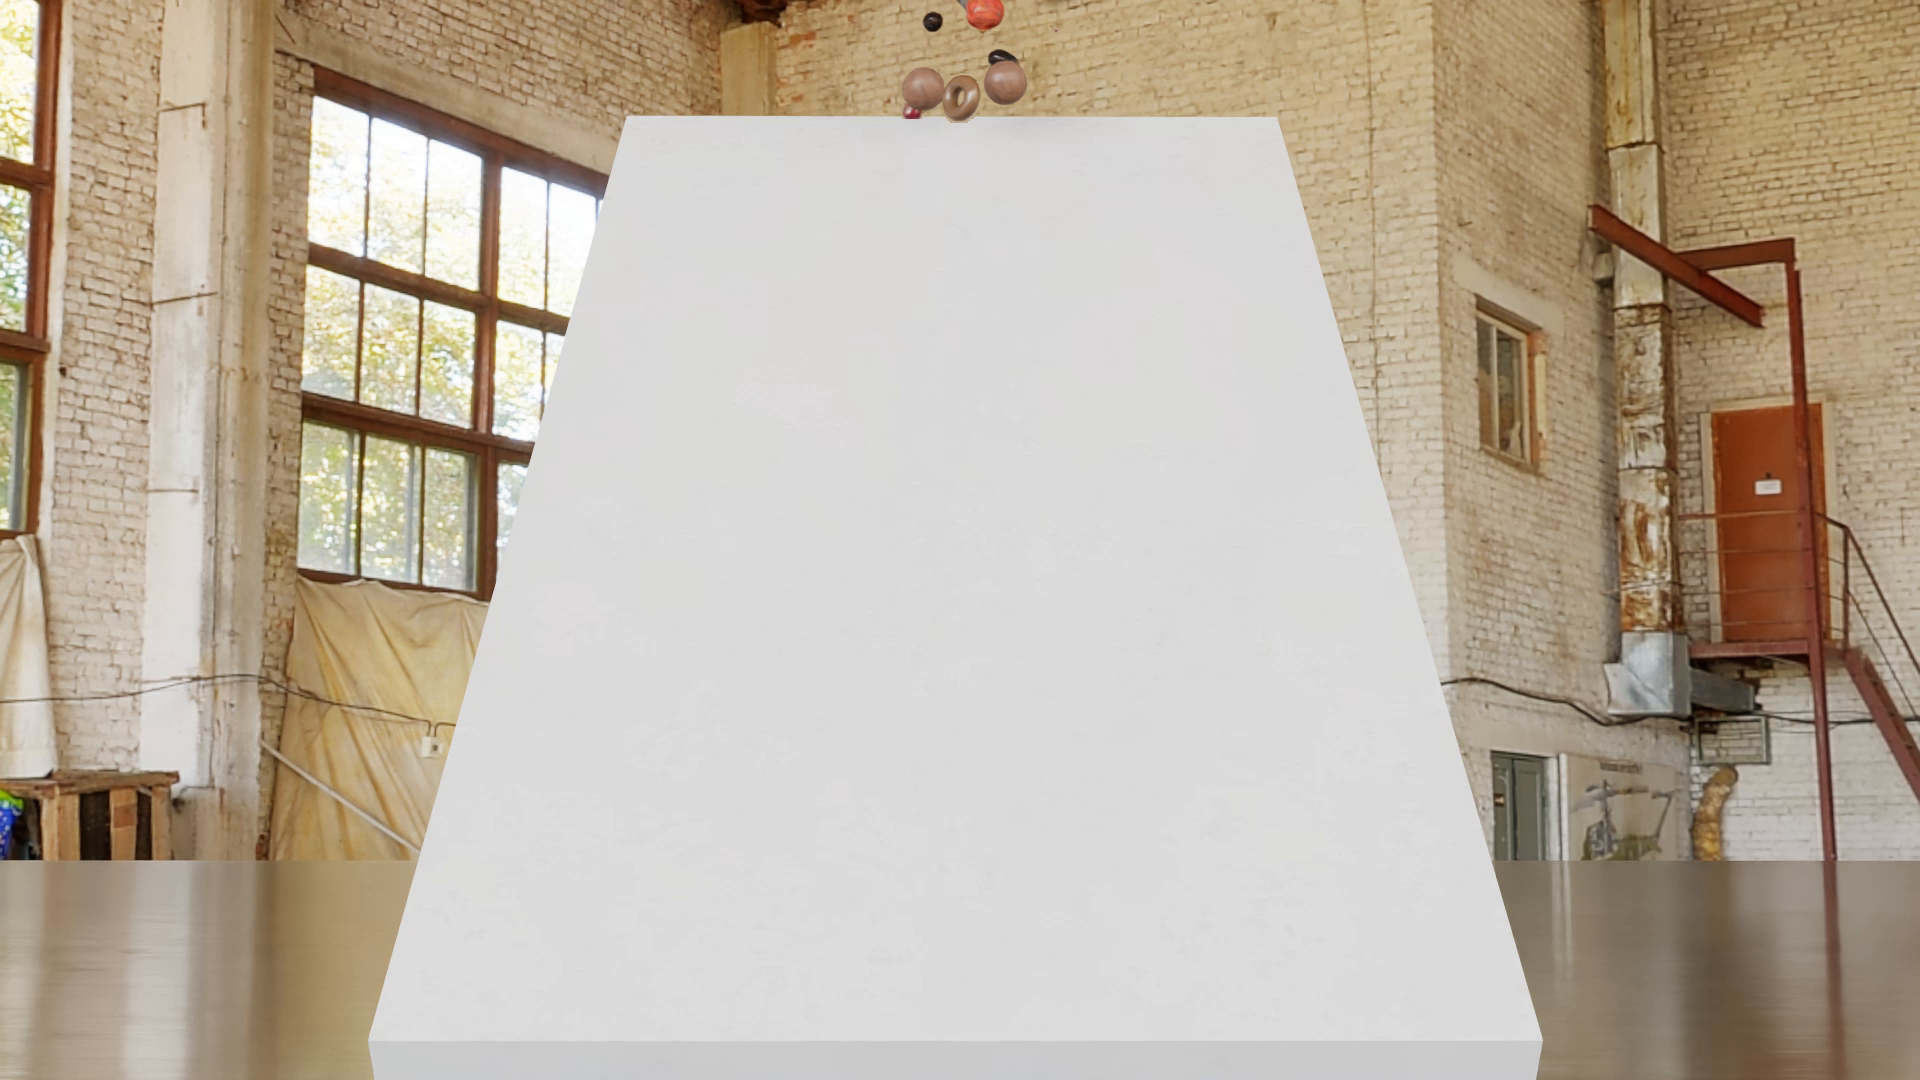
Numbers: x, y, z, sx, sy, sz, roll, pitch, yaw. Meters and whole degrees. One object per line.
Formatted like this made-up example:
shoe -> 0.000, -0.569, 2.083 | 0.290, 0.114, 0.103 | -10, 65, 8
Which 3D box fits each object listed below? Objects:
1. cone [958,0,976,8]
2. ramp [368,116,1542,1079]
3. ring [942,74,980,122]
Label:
cone -> 0.002, -1.642, 7.421 | 0.067, 0.067, 0.067 | 7, 8, -43
ramp -> -0.015, -0.183, 5.889 | 2.000, 0.100, 4.000 | 0, 33, 0
ring -> 0.003, -1.280, 7.111 | 0.046, 0.137, 0.137 | 6, -9, -45
